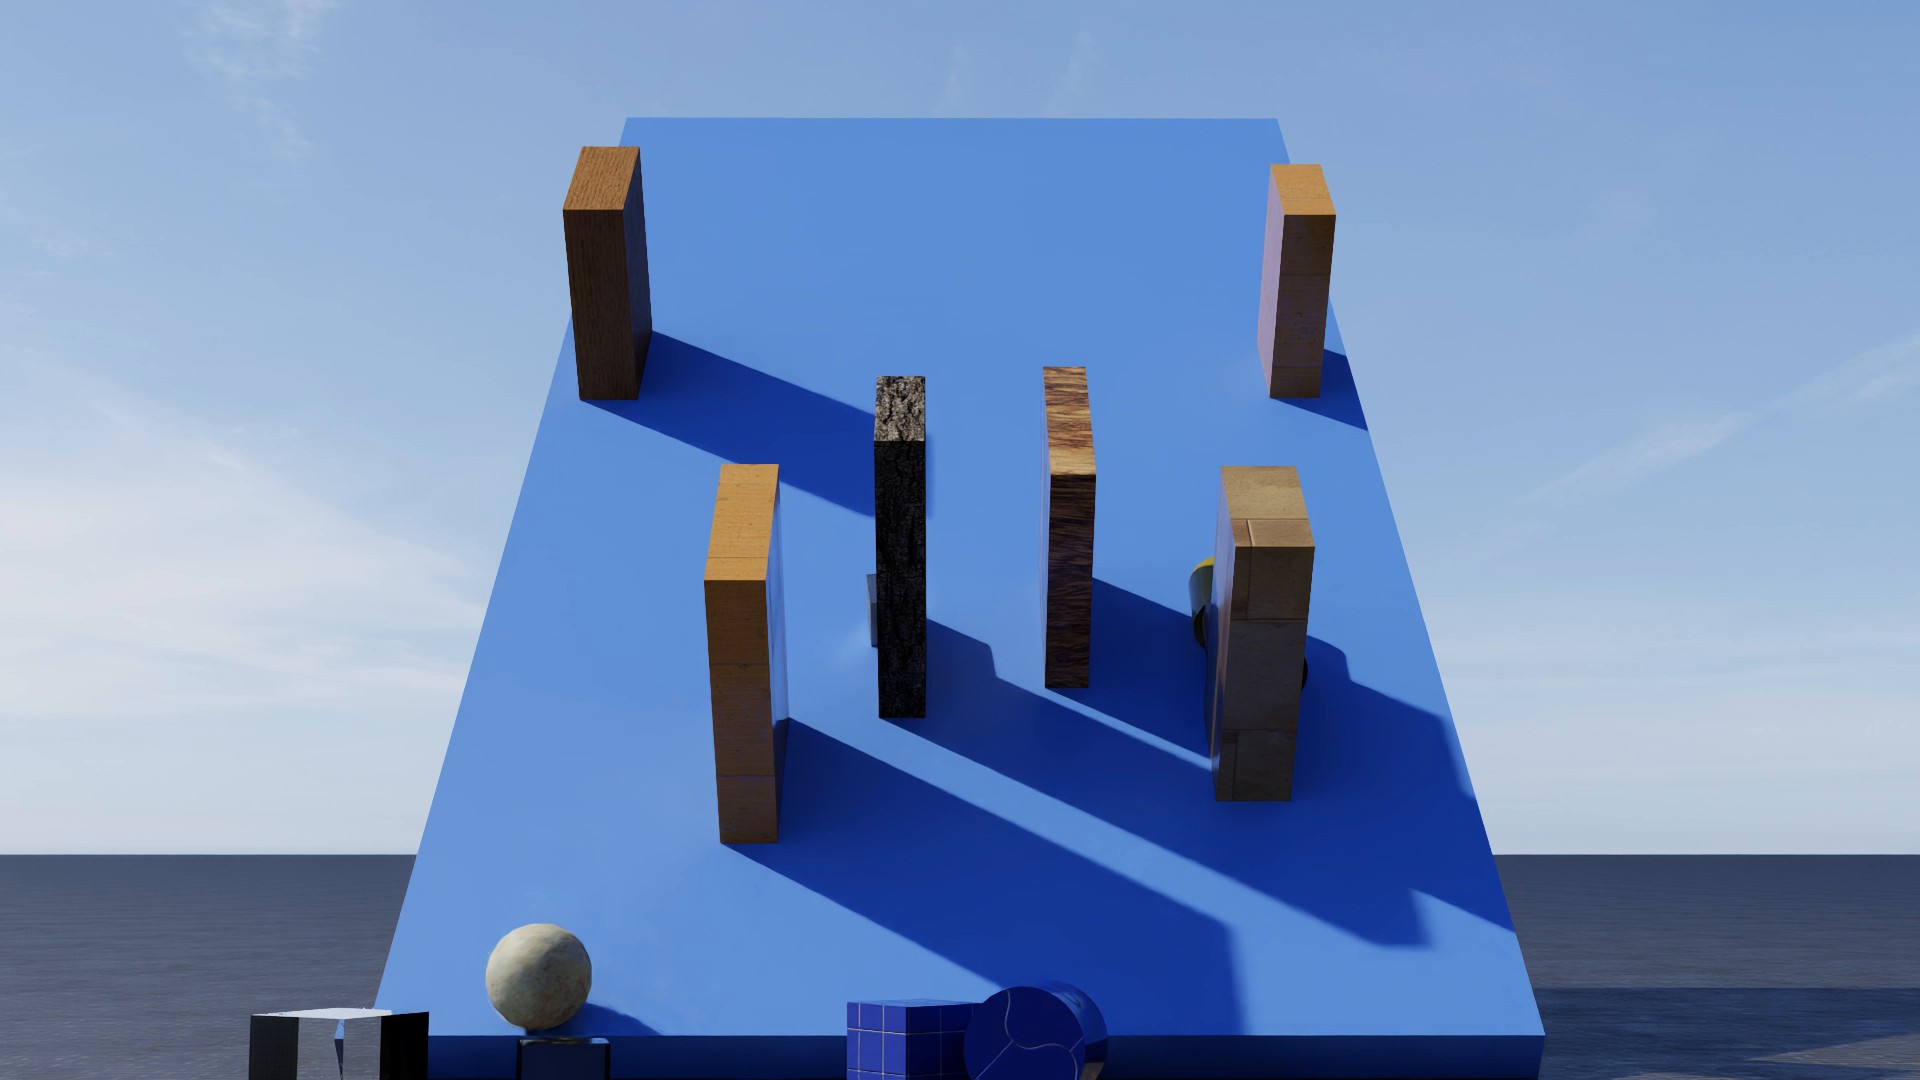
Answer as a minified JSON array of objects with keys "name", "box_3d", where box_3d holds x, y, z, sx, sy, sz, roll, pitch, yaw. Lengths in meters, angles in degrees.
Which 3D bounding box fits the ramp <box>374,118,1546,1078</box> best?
[{"name":"ramp","box_3d":[-0.015,-0.187,5.870,2.000,0.100,4.000,0,32,0]}]

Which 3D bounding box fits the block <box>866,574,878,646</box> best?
[{"name":"block","box_3d":[-0.137,0.145,5.150,0.109,0.109,0.109,-3,32,-6]}]

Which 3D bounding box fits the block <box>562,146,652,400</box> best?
[{"name":"block","box_3d":[-0.864,-0.659,6.041,0.142,0.510,0.372,0,32,0]}]

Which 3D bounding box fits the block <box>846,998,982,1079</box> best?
[{"name":"block","box_3d":[-0.070,0.799,3.822,0.152,0.152,0.152,6,-9,-38]}]

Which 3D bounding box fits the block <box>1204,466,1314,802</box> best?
[{"name":"block","box_3d":[0.563,0.180,4.659,0.142,0.579,0.283,0,32,0]}]

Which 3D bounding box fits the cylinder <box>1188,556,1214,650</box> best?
[{"name":"cylinder","box_3d":[0.561,0.136,5.125,0.156,0.156,0.156,0,32,1]}]

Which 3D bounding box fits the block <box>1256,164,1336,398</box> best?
[{"name":"block","box_3d":[0.825,-0.638,6.034,0.123,0.493,0.294,0,32,0]}]

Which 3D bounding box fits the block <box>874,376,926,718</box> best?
[{"name":"block","box_3d":[-0.115,0.018,4.852,0.094,0.641,0.253,0,32,0]}]

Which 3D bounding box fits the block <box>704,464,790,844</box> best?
[{"name":"block","box_3d":[-0.395,0.212,4.593,0.107,0.588,0.397,0,32,0]}]

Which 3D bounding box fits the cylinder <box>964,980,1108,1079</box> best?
[{"name":"cylinder","box_3d":[0.118,0.773,3.751,0.187,0.187,0.187,-2,-7,14]}]

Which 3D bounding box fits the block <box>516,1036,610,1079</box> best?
[{"name":"block","box_3d":[-0.561,0.769,3.457,0.122,0.122,0.122,2,-7,-13]}]

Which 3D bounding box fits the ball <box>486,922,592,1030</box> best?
[{"name":"ball","box_3d":[-0.712,0.738,4.143,0.179,0.179,0.179,0,-7,0]}]

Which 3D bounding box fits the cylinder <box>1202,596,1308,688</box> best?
[{"name":"cylinder","box_3d":[0.596,0.213,4.964,0.197,0.197,0.197,0,32,1]}]

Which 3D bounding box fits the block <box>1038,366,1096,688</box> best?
[{"name":"block","box_3d":[0.217,-0.029,5.054,0.088,0.508,0.438,0,32,0]}]

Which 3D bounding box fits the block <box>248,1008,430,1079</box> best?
[{"name":"block","box_3d":[-0.849,0.732,3.347,0.168,0.168,0.168,-4,-8,29]}]
